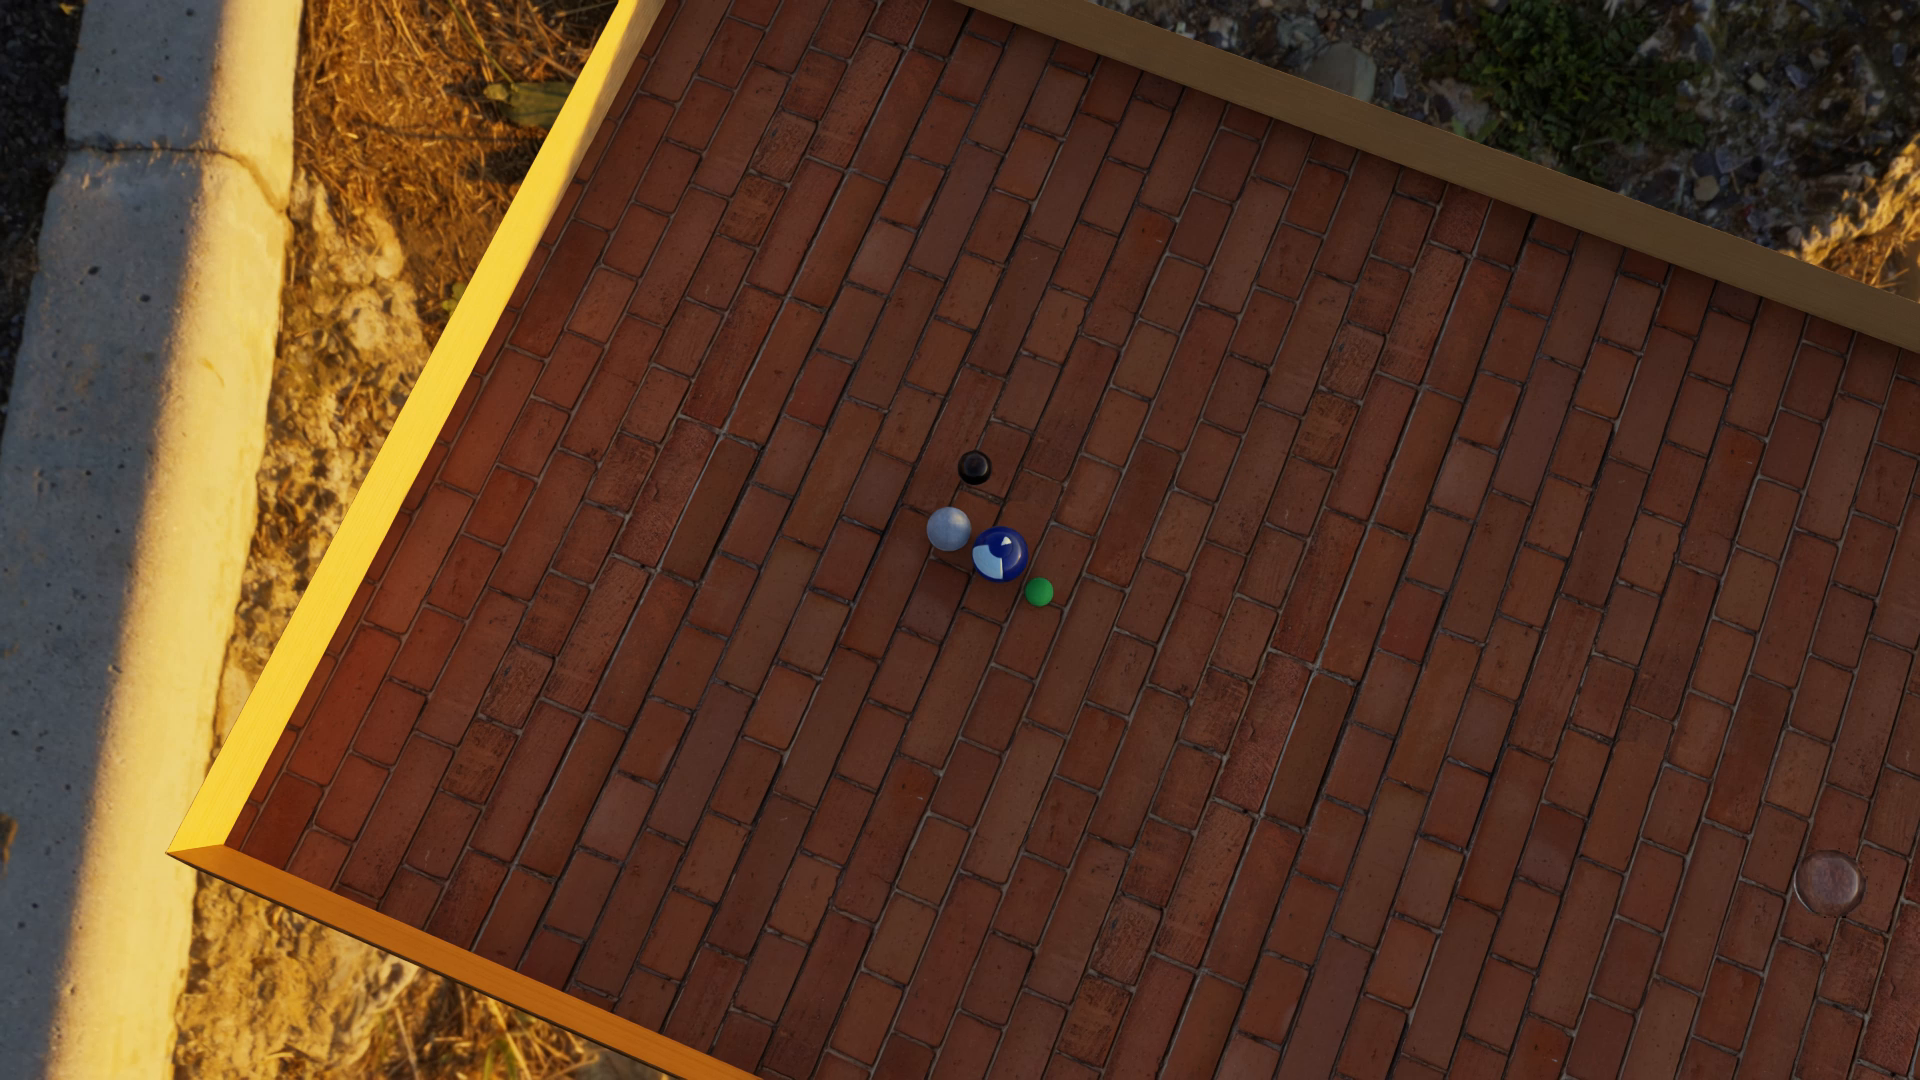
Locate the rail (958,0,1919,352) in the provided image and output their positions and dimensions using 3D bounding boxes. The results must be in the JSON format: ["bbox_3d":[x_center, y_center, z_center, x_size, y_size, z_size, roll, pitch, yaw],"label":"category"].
[{"bbox_3d":[1.133,-0.469,3.521,3.436,0.128,0.045,22,73,7],"label":"rail"}]

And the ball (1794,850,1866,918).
[{"bbox_3d":[1.274,0.503,3.222,0.098,0.098,0.098,0,72,0],"label":"ball"}]

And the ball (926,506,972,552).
[{"bbox_3d":[-0.017,-0.017,3.406,0.070,0.070,0.070,0,72,0],"label":"ball"}]

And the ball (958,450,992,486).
[{"bbox_3d":[0.023,-0.113,3.444,0.055,0.055,0.055,0,72,0],"label":"ball"}]

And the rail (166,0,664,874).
[{"bbox_3d":[-0.771,-0.316,3.471,0.045,0.128,1.811,22,73,7],"label":"rail"}]

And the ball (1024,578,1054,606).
[{"bbox_3d":[0.122,0.080,3.387,0.045,0.045,0.045,0,72,0],"label":"ball"}]

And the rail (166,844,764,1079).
[{"bbox_3d":[0.453,1.079,3.018,3.436,0.128,0.045,22,73,7],"label":"rail"}]

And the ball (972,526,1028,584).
[{"bbox_3d":[0.062,0.022,3.383,0.089,0.089,0.089,0,72,0],"label":"ball"}]
